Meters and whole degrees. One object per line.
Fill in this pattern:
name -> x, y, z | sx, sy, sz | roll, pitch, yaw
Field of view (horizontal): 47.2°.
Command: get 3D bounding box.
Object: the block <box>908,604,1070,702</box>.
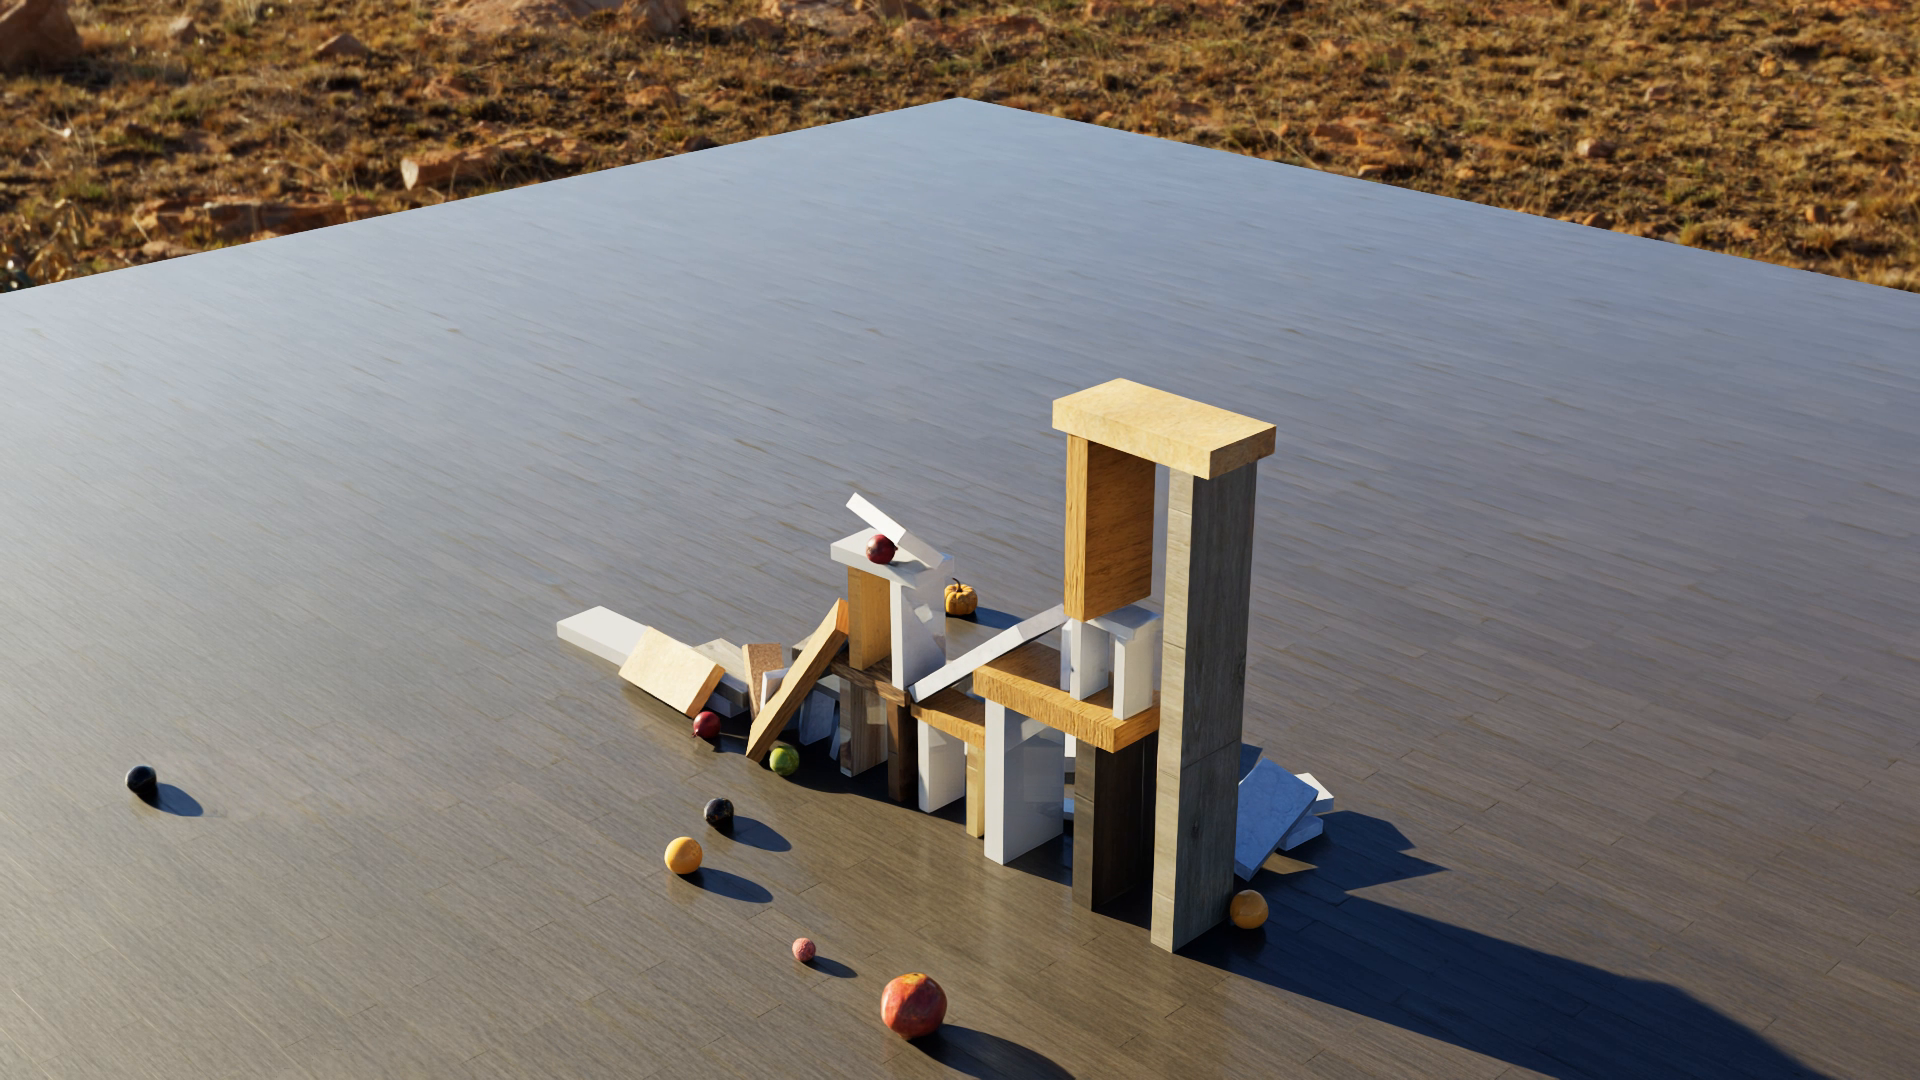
block -> 0.052, 0.223, 4.269 | 0.122, 0.035, 0.407 | -23, -7, -37

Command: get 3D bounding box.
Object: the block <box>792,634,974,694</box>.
block -> -0.171, 0.283, 4.966 | 0.418, 0.037, 0.130 | 14, 27, 29

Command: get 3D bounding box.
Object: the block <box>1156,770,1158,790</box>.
block -> 0.413, 0.474, 4.504 | 0.122, 0.035, 0.245 | -26, 25, -39

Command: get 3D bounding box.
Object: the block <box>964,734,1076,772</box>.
block -> 0.139, 0.443, 4.669 | 0.260, 0.037, 0.130 | 1, 23, 3

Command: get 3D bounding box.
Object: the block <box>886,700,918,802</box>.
block -> -0.097, 0.413, 4.501 | 0.032, 0.224, 0.112 | 20, 30, 41

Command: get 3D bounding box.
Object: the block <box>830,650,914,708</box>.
block -> -0.151, 0.274, 4.500 | 0.112, 0.032, 0.224 | -21, 31, -41

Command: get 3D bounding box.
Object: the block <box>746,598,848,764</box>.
block -> -0.337, 0.296, 4.602 | 0.032, 0.387, 0.112 | 28, 29, -14

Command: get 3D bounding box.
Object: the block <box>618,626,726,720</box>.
block -> -0.645, 0.295, 4.914 | 0.258, 0.129, 0.037 | 23, -12, 43

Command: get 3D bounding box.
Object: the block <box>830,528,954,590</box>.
block -> -0.135, 0.036, 4.391 | 0.230, 0.033, 0.115 | 19, 29, 37

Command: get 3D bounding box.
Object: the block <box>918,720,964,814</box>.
block -> -0.037, 0.441, 4.458 | 0.103, 0.205, 0.029 | -21, 31, -41

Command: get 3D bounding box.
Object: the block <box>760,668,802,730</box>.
block -> -0.385, 0.345, 4.734 | 0.084, 0.167, 0.024 | -9, 44, -20

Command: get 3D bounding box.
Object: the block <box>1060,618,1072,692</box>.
block -> 0.207, 0.211, 4.088 | 0.018, 0.125, 0.063 | 10, 25, 22

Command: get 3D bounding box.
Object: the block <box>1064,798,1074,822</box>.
block -> 0.244, 0.546, 4.426 | 0.125, 0.018, 0.063 | 6, 18, 29

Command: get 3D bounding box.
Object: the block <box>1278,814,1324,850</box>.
block -> 0.613, 0.552, 4.421 | 0.107, 0.030, 0.213 | -18, 29, -36

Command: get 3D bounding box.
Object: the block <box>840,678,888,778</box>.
block -> -0.199, 0.373, 4.595 | 0.032, 0.224, 0.112 | 22, 31, 39

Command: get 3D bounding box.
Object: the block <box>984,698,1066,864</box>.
block -> 0.127, 0.441, 4.276 | 0.174, 0.347, 0.049 | -21, 31, -41

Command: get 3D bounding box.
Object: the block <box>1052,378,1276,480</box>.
block -> 0.347, -0.194, 3.767 | 0.175, 0.050, 0.350 | -21, 31, -40

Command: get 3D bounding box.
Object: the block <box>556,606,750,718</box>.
block -> -0.686, 0.275, 5.066 | 0.613, 0.037, 0.129 | 20, 30, 39

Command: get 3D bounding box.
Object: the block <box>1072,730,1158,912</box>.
block -> 0.291, 0.506, 4.125 | 0.174, 0.347, 0.049 | -21, 30, -40

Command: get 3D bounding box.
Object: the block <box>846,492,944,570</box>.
block -> -0.129, -0.018, 4.352 | 0.112, 0.032, 0.224 | 34, 1, -36

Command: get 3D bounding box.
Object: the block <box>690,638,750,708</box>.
block -> -0.511, 0.296, 4.922 | 0.129, 0.037, 0.258 | -19, 29, -37

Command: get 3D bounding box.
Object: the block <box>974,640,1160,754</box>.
block -> 0.211, 0.291, 4.123 | 0.347, 0.049, 0.174 | 21, 30, 40

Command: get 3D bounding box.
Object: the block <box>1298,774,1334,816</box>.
block -> 0.629, 0.523, 4.413 | 0.213, 0.030, 0.107 | -8, 24, -18

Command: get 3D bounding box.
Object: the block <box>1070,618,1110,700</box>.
block -> 0.240, 0.207, 4.049 | 0.023, 0.163, 0.081 | 20, 30, 39

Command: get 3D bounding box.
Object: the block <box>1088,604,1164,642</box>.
block -> 0.279, 0.136, 3.978 | 0.163, 0.023, 0.081 | 21, 31, 40

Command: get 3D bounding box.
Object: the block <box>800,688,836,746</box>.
block -> -0.303, 0.366, 4.711 | 0.072, 0.143, 0.020 | -21, 42, -41

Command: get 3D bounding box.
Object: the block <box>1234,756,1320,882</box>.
block -> 0.581, 0.544, 4.306 | 0.130, 0.037, 0.260 | 32, 48, 20

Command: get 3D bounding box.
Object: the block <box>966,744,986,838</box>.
block -> 0.060, 0.479, 4.368 | 0.103, 0.205, 0.029 | -21, 31, -41

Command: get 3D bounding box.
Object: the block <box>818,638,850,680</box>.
block -> -0.246, 0.235, 4.604 | 0.084, 0.167, 0.024 | -21, 72, -42

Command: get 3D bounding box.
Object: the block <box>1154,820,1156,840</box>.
block -> 0.373, 0.554, 4.357 | 0.245, 0.035, 0.122 | 8, 23, -5

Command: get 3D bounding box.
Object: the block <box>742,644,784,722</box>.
block -> -0.424, 0.311, 4.814 | 0.084, 0.167, 0.024 | 0, -15, -35

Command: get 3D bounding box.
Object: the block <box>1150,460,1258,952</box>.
block -> 0.428, 0.290, 3.884 | 0.050, 0.933, 0.175 | 21, 31, 40

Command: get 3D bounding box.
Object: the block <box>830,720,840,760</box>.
block -> -0.229, 0.396, 4.644 | 0.072, 0.143, 0.020 | -21, 49, -42

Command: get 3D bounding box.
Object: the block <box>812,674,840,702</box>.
block -> -0.254, 0.308, 4.641 | 0.143, 0.020, 0.072 | 21, 30, 39

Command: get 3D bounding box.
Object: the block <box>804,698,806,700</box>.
block -> -0.261, 0.313, 4.982 | 0.224, 0.032, 0.112 | -12, 26, -26

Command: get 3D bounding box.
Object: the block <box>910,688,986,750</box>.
block -> 0.010, 0.353, 4.367 | 0.103, 0.029, 0.205 | -21, 31, -40

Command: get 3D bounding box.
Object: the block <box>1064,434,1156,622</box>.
block -> 0.268, -0.044, 3.924 | 0.175, 0.350, 0.050 | -19, 30, -38

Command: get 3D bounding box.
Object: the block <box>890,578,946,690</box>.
block -> -0.083, 0.176, 4.396 | 0.115, 0.230, 0.033 | -19, 29, -38

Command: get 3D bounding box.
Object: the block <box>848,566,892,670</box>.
block -> -0.179, 0.139, 4.484 | 0.033, 0.229, 0.115 | 16, 28, 32

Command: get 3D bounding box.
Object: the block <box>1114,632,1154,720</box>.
block -> 0.315, 0.237, 3.978 | 0.081, 0.163, 0.023 | -21, 31, -41
